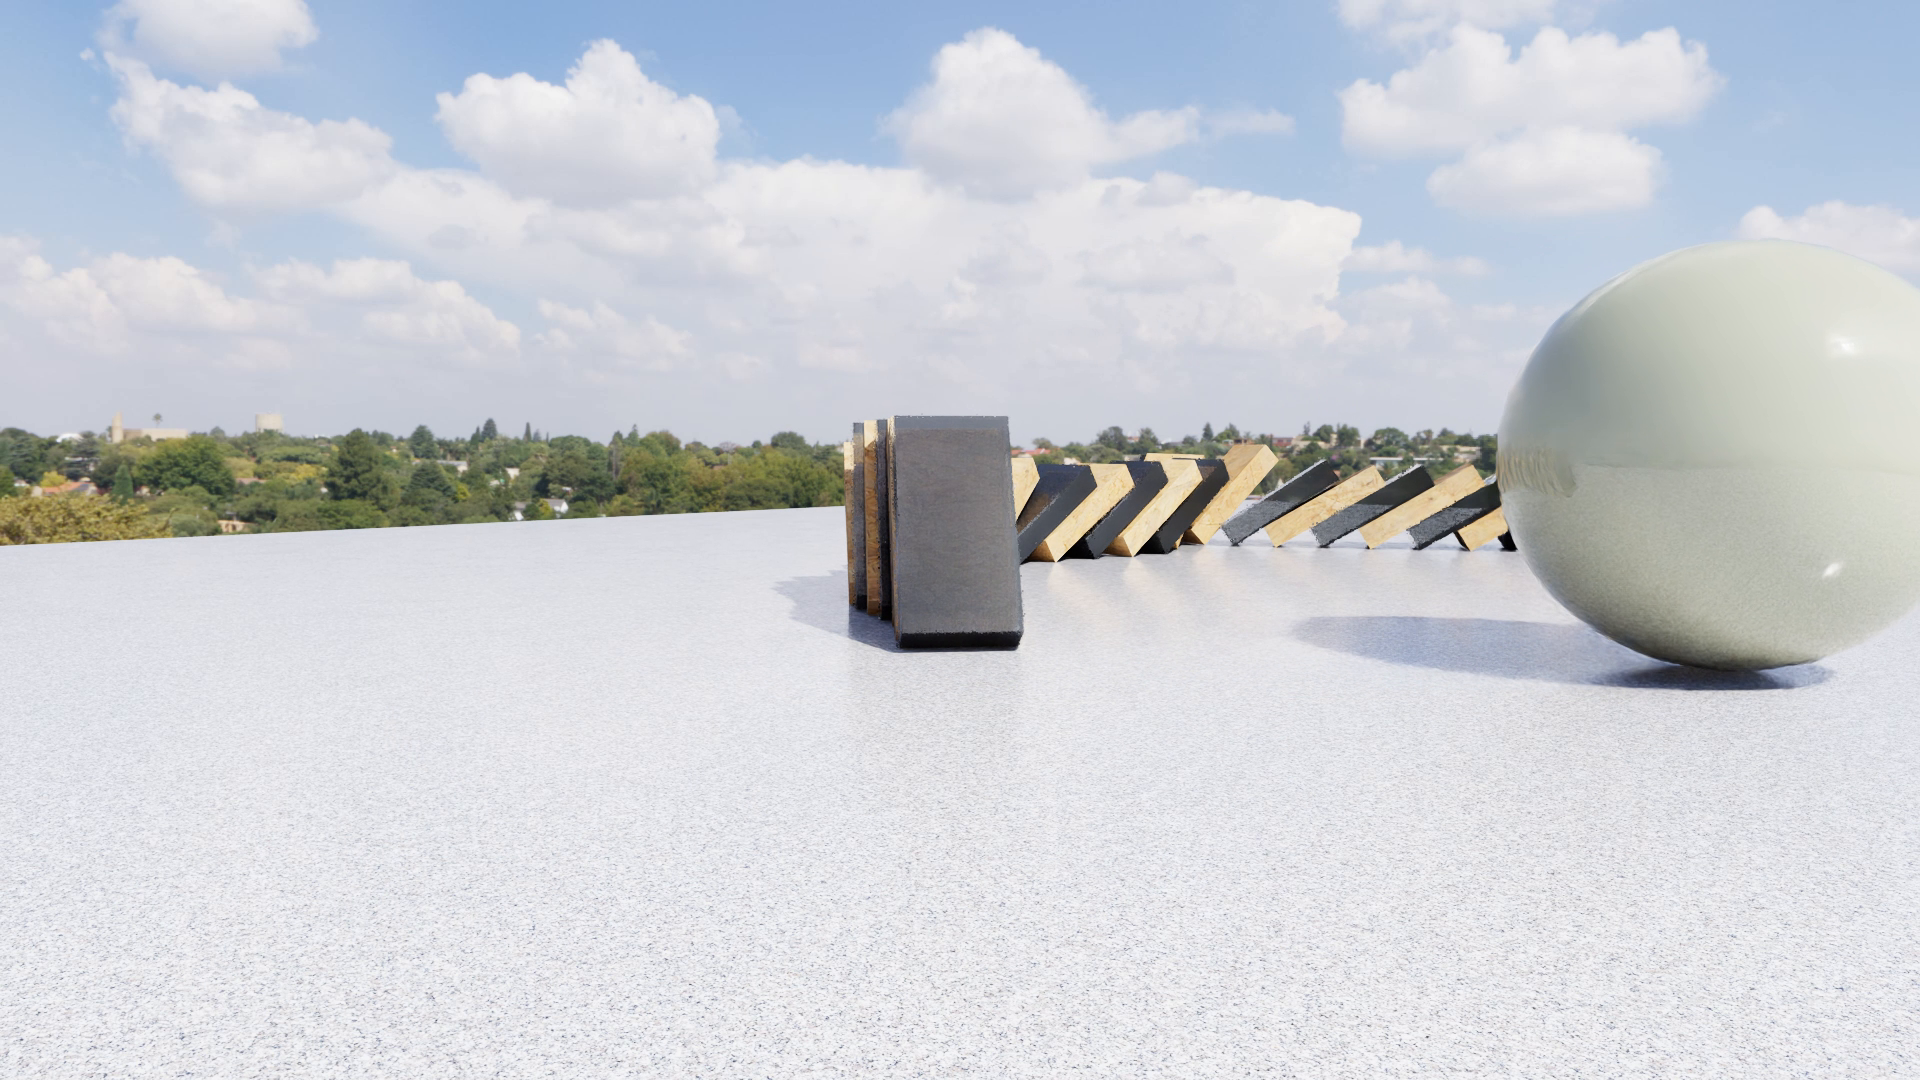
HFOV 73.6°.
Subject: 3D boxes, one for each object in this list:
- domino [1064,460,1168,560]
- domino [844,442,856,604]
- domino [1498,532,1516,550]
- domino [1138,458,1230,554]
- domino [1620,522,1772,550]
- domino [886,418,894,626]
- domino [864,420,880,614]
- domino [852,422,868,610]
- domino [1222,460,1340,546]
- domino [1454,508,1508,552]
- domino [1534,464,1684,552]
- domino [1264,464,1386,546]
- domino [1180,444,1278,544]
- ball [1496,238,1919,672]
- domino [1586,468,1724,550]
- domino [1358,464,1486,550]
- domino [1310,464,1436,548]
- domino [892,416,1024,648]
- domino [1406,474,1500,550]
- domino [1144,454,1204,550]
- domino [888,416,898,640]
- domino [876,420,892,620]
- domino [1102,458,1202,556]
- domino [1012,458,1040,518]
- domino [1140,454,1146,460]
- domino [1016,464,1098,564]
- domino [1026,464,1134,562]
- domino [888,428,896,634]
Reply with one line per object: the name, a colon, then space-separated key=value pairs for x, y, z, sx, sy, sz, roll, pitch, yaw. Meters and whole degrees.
domino: x=0.055 y=-0.012 z=0.493 sx=0.025 sy=0.010 sz=0.050 roll=5 pitch=41 yaw=49
domino: x=-0.019 y=-0.006 z=0.354 sx=0.025 sy=0.050 sz=0.010 roll=-1 pitch=-39 yaw=-7
domino: x=0.243 y=-0.013 z=0.516 sx=0.050 sy=0.010 sz=0.025 roll=-31 pitch=2 yaw=5
domino: x=0.084 y=-0.014 z=0.514 sx=0.025 sy=0.009 sz=0.050 roll=7 pitch=42 yaw=46
domino: x=0.304 y=-0.002 z=0.531 sx=0.050 sy=0.009 sz=0.025 roll=-1 pitch=4 yaw=-10
domino: x=-0.004 y=-0.005 z=0.306 sx=0.025 sy=0.050 sz=0.009 roll=0 pitch=-24 yaw=-6
domino: x=-0.011 y=-0.006 z=0.327 sx=0.025 sy=0.050 sz=0.010 roll=0 pitch=-24 yaw=-6
domino: x=-0.015 y=-0.007 z=0.338 sx=0.025 sy=0.050 sz=0.009 roll=0 pitch=-25 yaw=-6
domino: x=0.134 y=-0.016 z=0.539 sx=0.050 sy=0.010 sz=0.025 roll=-34 pitch=-4 yaw=12
domino: x=0.223 y=-0.013 z=0.514 sx=0.050 sy=0.010 sz=0.025 roll=-32 pitch=-2 yaw=14
domino: x=0.262 y=-0.014 z=0.519 sx=0.050 sy=0.010 sz=0.025 roll=-31 pitch=4 yaw=2
domino: x=0.151 y=-0.014 z=0.534 sx=0.050 sy=0.009 sz=0.025 roll=-31 pitch=-4 yaw=15
domino: x=0.112 y=-0.020 z=0.552 sx=0.050 sy=0.010 sz=0.025 roll=-47 pitch=17 yaw=-11
ball: x=0.144 y=-0.016 z=0.240 sx=0.080 sy=0.080 sz=0.080 roll=0 pitch=4 yaw=0
domino: x=0.282 y=-0.013 z=0.526 sx=0.050 sy=0.010 sz=0.025 roll=-30 pitch=8 yaw=-6
domino: x=0.187 y=-0.014 z=0.523 sx=0.050 sy=0.010 sz=0.025 roll=-32 pitch=-4 yaw=15
domino: x=0.169 y=-0.014 z=0.529 sx=0.050 sy=0.010 sz=0.025 roll=-31 pitch=-4 yaw=15
domino: x=-0.001 y=-0.002 z=0.274 sx=0.025 sy=0.050 sz=0.009 roll=0 pitch=-24 yaw=-6
domino: x=0.205 y=-0.014 z=0.518 sx=0.050 sy=0.010 sz=0.025 roll=-32 pitch=-3 yaw=16
domino: x=0.084 y=-0.017 z=0.537 sx=0.025 sy=0.010 sz=0.050 roll=4 pitch=42 yaw=26
domino: x=-0.002 y=-0.003 z=0.285 sx=0.025 sy=0.050 sz=0.010 roll=0 pitch=-24 yaw=-6
domino: x=-0.007 y=-0.005 z=0.317 sx=0.025 sy=0.050 sz=0.009 roll=0 pitch=-24 yaw=-6
domino: x=0.070 y=-0.013 z=0.503 sx=0.025 sy=0.010 sz=0.050 roll=6 pitch=42 yaw=48
domino: x=0.007 y=-0.011 z=0.459 sx=0.025 sy=0.009 sz=0.050 roll=1 pitch=40 yaw=29
domino: x=0.086 y=-0.018 z=0.553 sx=0.025 sy=0.010 sz=0.050 roll=2 pitch=42 yaw=24
domino: x=0.025 y=-0.010 z=0.470 sx=0.025 sy=0.009 sz=0.050 roll=5 pitch=39 yaw=46
domino: x=0.040 y=-0.011 z=0.481 sx=0.025 sy=0.010 sz=0.050 roll=5 pitch=39 yaw=49
domino: x=-0.003 y=-0.004 z=0.295 sx=0.025 sy=0.050 sz=0.009 roll=0 pitch=-24 yaw=-6
